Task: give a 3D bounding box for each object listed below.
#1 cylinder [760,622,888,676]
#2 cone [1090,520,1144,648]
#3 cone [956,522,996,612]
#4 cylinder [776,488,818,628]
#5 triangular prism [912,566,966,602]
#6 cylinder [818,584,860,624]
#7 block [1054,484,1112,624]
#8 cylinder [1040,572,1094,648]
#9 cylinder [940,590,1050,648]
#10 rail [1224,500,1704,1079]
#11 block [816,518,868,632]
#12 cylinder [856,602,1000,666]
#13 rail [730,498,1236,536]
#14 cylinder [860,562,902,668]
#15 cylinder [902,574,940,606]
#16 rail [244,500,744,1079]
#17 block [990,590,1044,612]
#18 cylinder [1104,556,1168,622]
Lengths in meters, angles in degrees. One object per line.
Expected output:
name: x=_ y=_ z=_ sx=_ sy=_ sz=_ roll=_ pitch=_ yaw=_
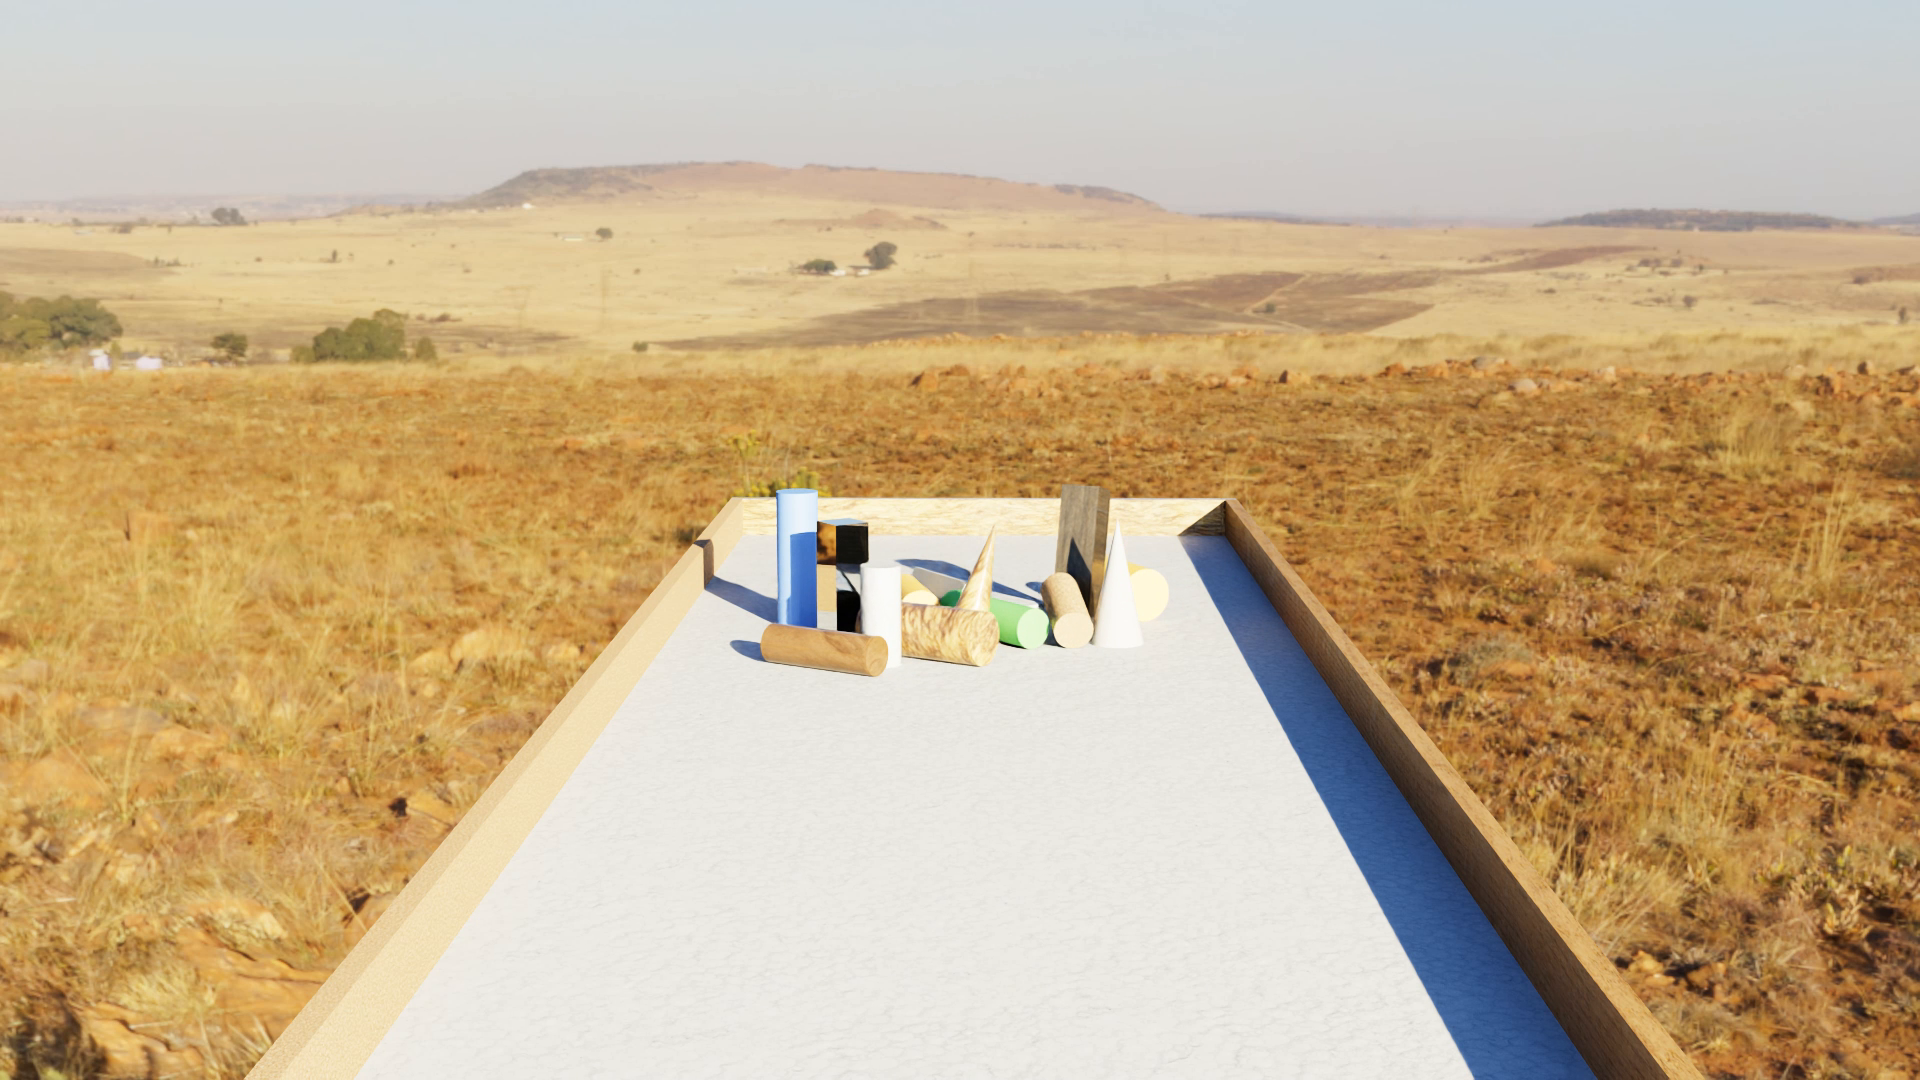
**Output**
cylinder: x=-0.406 y=0.326 z=6.567 sx=0.383 sy=0.120 sz=0.120 roll=6 pitch=11 yaw=31
cone: x=0.495 y=0.127 z=6.932 sx=0.174 sy=0.399 sz=0.174 roll=0 pitch=9 yaw=0
cone: x=0.065 y=0.123 z=6.904 sx=0.143 sy=0.391 sz=0.143 roll=15 pitch=4 yaw=-1
cylinder: x=-0.532 y=0.061 z=7.206 sx=0.136 sy=0.445 sz=0.136 roll=0 pitch=9 yaw=0
triangular prism: x=-0.064 y=0.181 z=7.424 sx=0.153 sy=0.132 sz=0.350 roll=-5 pitch=10 yaw=-29
cylinder: x=-0.441 y=0.210 z=7.325 sx=0.336 sy=0.112 sz=0.112 roll=7 pitch=12 yaw=39
block: x=0.399 y=0.047 z=7.238 sx=0.128 sy=0.444 sz=0.128 roll=4 pitch=-4 yaw=22
cylinder: x=0.339 y=0.223 z=6.996 sx=0.124 sy=0.124 sz=0.325 roll=-1 pitch=22 yaw=-5
cylinder: x=0.105 y=0.251 z=7.022 sx=0.128 sy=0.128 sz=0.415 roll=-7 pitch=11 yaw=-36
rail: x=1.046 y=0.843 z=3.208 sx=0.050 sy=0.150 sz=12.000 roll=0 pitch=9 yaw=1
block: x=-0.368 y=0.134 z=6.920 sx=0.119 sy=0.389 sz=0.119 roll=-6 pitch=11 yaw=-33
cylinder: x=-0.102 y=0.280 z=6.713 sx=0.416 sy=0.167 sz=0.167 roll=6 pitch=11 yaw=32
rail: x=0.099 y=-0.098 z=9.147 sx=2.100 sy=0.150 sz=0.050 roll=0 pitch=9 yaw=1
cylinder: x=-0.238 y=0.225 z=6.619 sx=0.123 sy=0.303 sz=0.123 roll=0 pitch=9 yaw=0
cylinder: x=-0.162 y=0.208 z=7.240 sx=0.143 sy=0.143 sz=0.330 roll=-2 pitch=9 yaw=-12
rail: x=-1.004 y=0.839 z=3.234 sx=0.050 sy=0.150 sz=12.000 roll=0 pitch=9 yaw=1
block: x=0.141 y=0.241 z=7.166 sx=0.102 sy=0.102 sz=0.300 roll=-7 pitch=11 yaw=-36
cylinder: x=0.552 y=0.161 z=7.429 sx=0.177 sy=0.177 sz=0.310 roll=-4 pitch=10 yaw=-23
